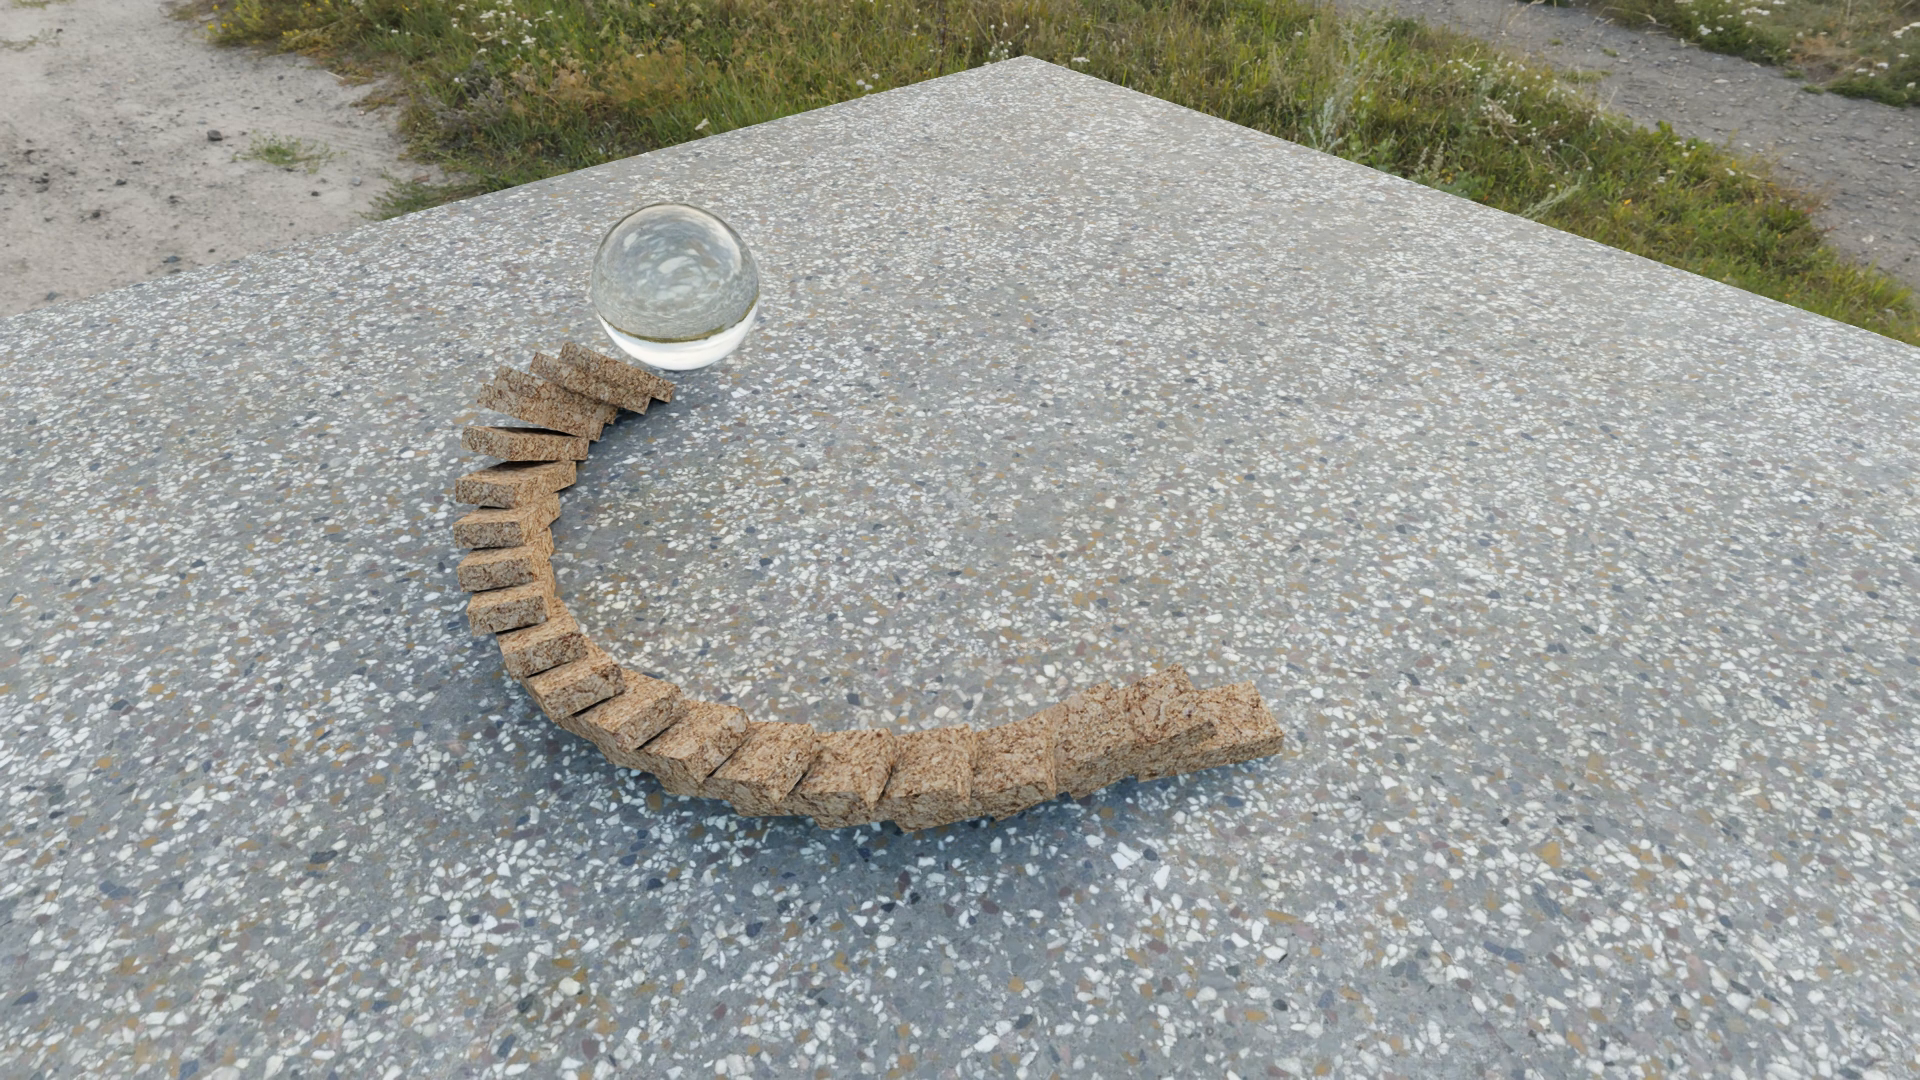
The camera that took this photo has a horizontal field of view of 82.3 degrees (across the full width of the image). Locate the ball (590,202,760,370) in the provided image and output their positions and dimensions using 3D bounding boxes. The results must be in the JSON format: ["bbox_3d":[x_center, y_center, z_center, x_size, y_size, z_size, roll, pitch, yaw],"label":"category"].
[{"bbox_3d":[-0.139,-0.123,0.538,0.080,0.080,0.080,0,39,0],"label":"ball"}]

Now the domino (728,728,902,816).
[{"bbox_3d":[-0.045,0.072,0.340,0.050,0.010,0.025,-10,33,29],"label":"domino"}]

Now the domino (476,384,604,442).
[{"bbox_3d":[-0.185,-0.056,0.487,0.025,0.009,0.050,19,1,22],"label":"domino"}]

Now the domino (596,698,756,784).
[{"bbox_3d":[-0.092,0.063,0.351,0.050,0.009,0.025,0,32,41],"label":"domino"}]

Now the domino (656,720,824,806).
[{"bbox_3d":[-0.069,0.069,0.344,0.050,0.009,0.025,-4,32,36],"label":"domino"}]

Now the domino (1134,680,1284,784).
[{"bbox_3d":[0.079,0.063,0.366,0.050,0.010,0.025,-9,40,-11],"label":"domino"}]

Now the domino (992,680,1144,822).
[{"bbox_3d":[0.030,0.066,0.348,0.050,0.010,0.025,-26,41,5],"label":"domino"}]

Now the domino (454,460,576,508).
[{"bbox_3d":[-0.184,-0.025,0.458,0.025,0.010,0.050,6,16,7],"label":"domino"}]

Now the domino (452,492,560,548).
[{"bbox_3d":[-0.179,-0.008,0.438,0.025,0.009,0.050,-3,15,-3],"label":"domino"}]

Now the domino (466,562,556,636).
[{"bbox_3d":[-0.163,0.021,0.402,0.025,0.010,0.050,-12,16,-14],"label":"domino"}]

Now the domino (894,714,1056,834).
[{"bbox_3d":[0.004,0.072,0.340,0.050,0.010,0.025,-18,36,17],"label":"domino"}]

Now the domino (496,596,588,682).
[{"bbox_3d":[-0.149,0.034,0.386,0.025,0.010,0.050,-20,19,-23],"label":"domino"}]

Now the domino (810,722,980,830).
[{"bbox_3d":[-0.020,0.073,0.339,0.050,0.010,0.025,-14,35,22],"label":"domino"}]

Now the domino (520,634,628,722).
[{"bbox_3d":[-0.133,0.045,0.372,0.025,0.009,0.050,-25,20,-27],"label":"domino"}]

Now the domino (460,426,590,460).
[{"bbox_3d":[-0.186,-0.042,0.474,0.025,0.010,0.050,14,8,16],"label":"domino"}]

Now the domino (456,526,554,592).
[{"bbox_3d":[-0.172,0.007,0.419,0.025,0.010,0.050,-8,15,-10],"label":"domino"}]

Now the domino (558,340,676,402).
[{"bbox_3d":[-0.160,-0.078,0.515,0.025,0.009,0.050,24,3,26],"label":"domino"}]

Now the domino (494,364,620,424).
[{"bbox_3d":[-0.182,-0.065,0.498,0.025,0.010,0.050,20,1,25],"label":"domino"}]

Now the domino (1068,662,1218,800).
[{"bbox_3d":[0.054,0.061,0.354,0.050,0.010,0.025,-26,41,4],"label":"domino"}]

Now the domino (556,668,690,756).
[{"bbox_3d":[-0.113,0.055,0.361,0.050,0.010,0.025,5,32,47],"label":"domino"}]

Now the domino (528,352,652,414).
[{"bbox_3d":[-0.169,-0.072,0.506,0.025,0.010,0.050,24,3,27],"label":"domino"}]
